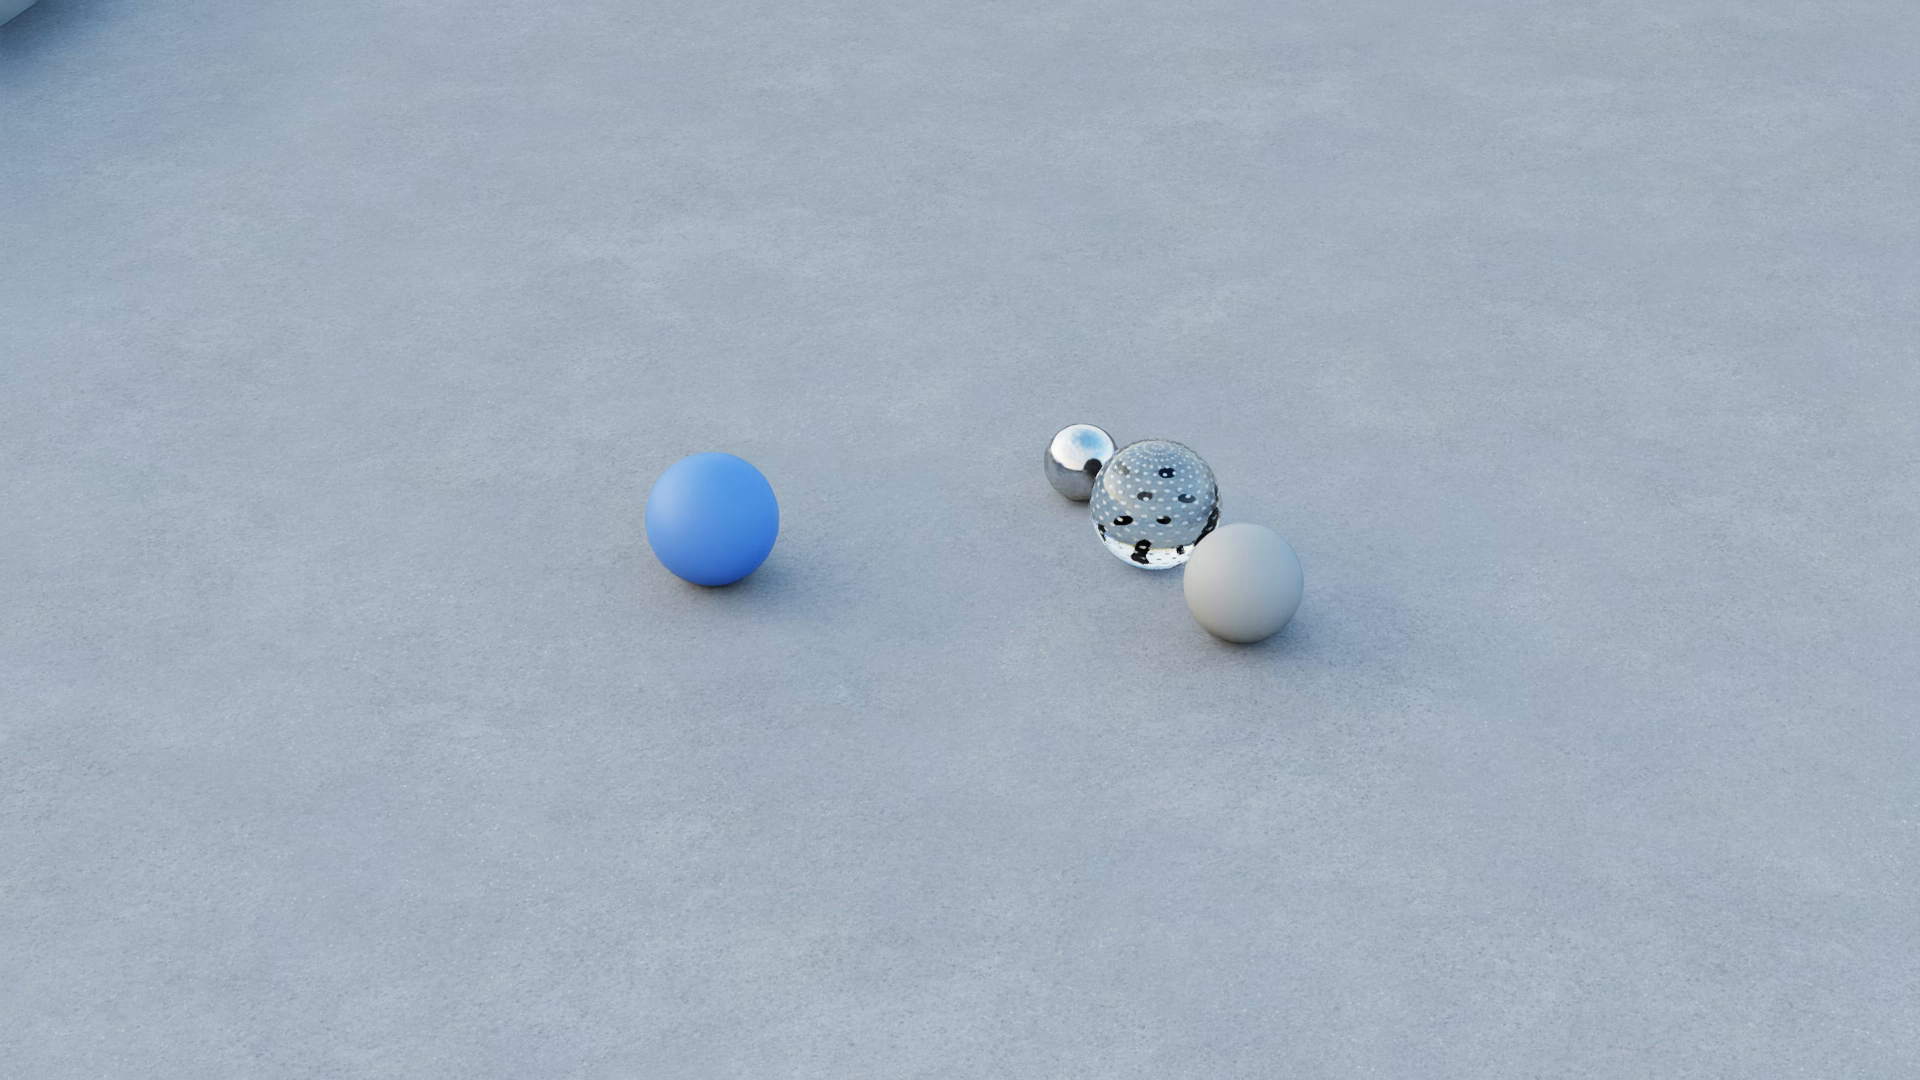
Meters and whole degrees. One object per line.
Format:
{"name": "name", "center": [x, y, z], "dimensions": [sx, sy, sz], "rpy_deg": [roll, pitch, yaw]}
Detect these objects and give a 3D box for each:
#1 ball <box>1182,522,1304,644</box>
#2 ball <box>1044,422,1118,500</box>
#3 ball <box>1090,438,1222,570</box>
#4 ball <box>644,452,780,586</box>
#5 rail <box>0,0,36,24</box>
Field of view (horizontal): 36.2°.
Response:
{"name": "ball", "center": [0.153, 0.023, 1.588], "dimensions": [0.065, 0.065, 0.065], "rpy_deg": [0, 30, 0]}
{"name": "ball", "center": [0.072, -0.046, 1.727], "dimensions": [0.046, 0.046, 0.046], "rpy_deg": [0, 30, 0]}
{"name": "ball", "center": [0.110, -0.020, 1.653], "dimensions": [0.074, 0.074, 0.074], "rpy_deg": [0, 30, 0]}
{"name": "ball", "center": [-0.138, -0.012, 1.639], "dimensions": [0.075, 0.075, 0.075], "rpy_deg": [0, 30, 0]}
{"name": "rail", "center": [-0.701, -0.607, 2.644], "dimensions": [0.045, 0.097, 3.926], "rpy_deg": [7, 31, 12]}
